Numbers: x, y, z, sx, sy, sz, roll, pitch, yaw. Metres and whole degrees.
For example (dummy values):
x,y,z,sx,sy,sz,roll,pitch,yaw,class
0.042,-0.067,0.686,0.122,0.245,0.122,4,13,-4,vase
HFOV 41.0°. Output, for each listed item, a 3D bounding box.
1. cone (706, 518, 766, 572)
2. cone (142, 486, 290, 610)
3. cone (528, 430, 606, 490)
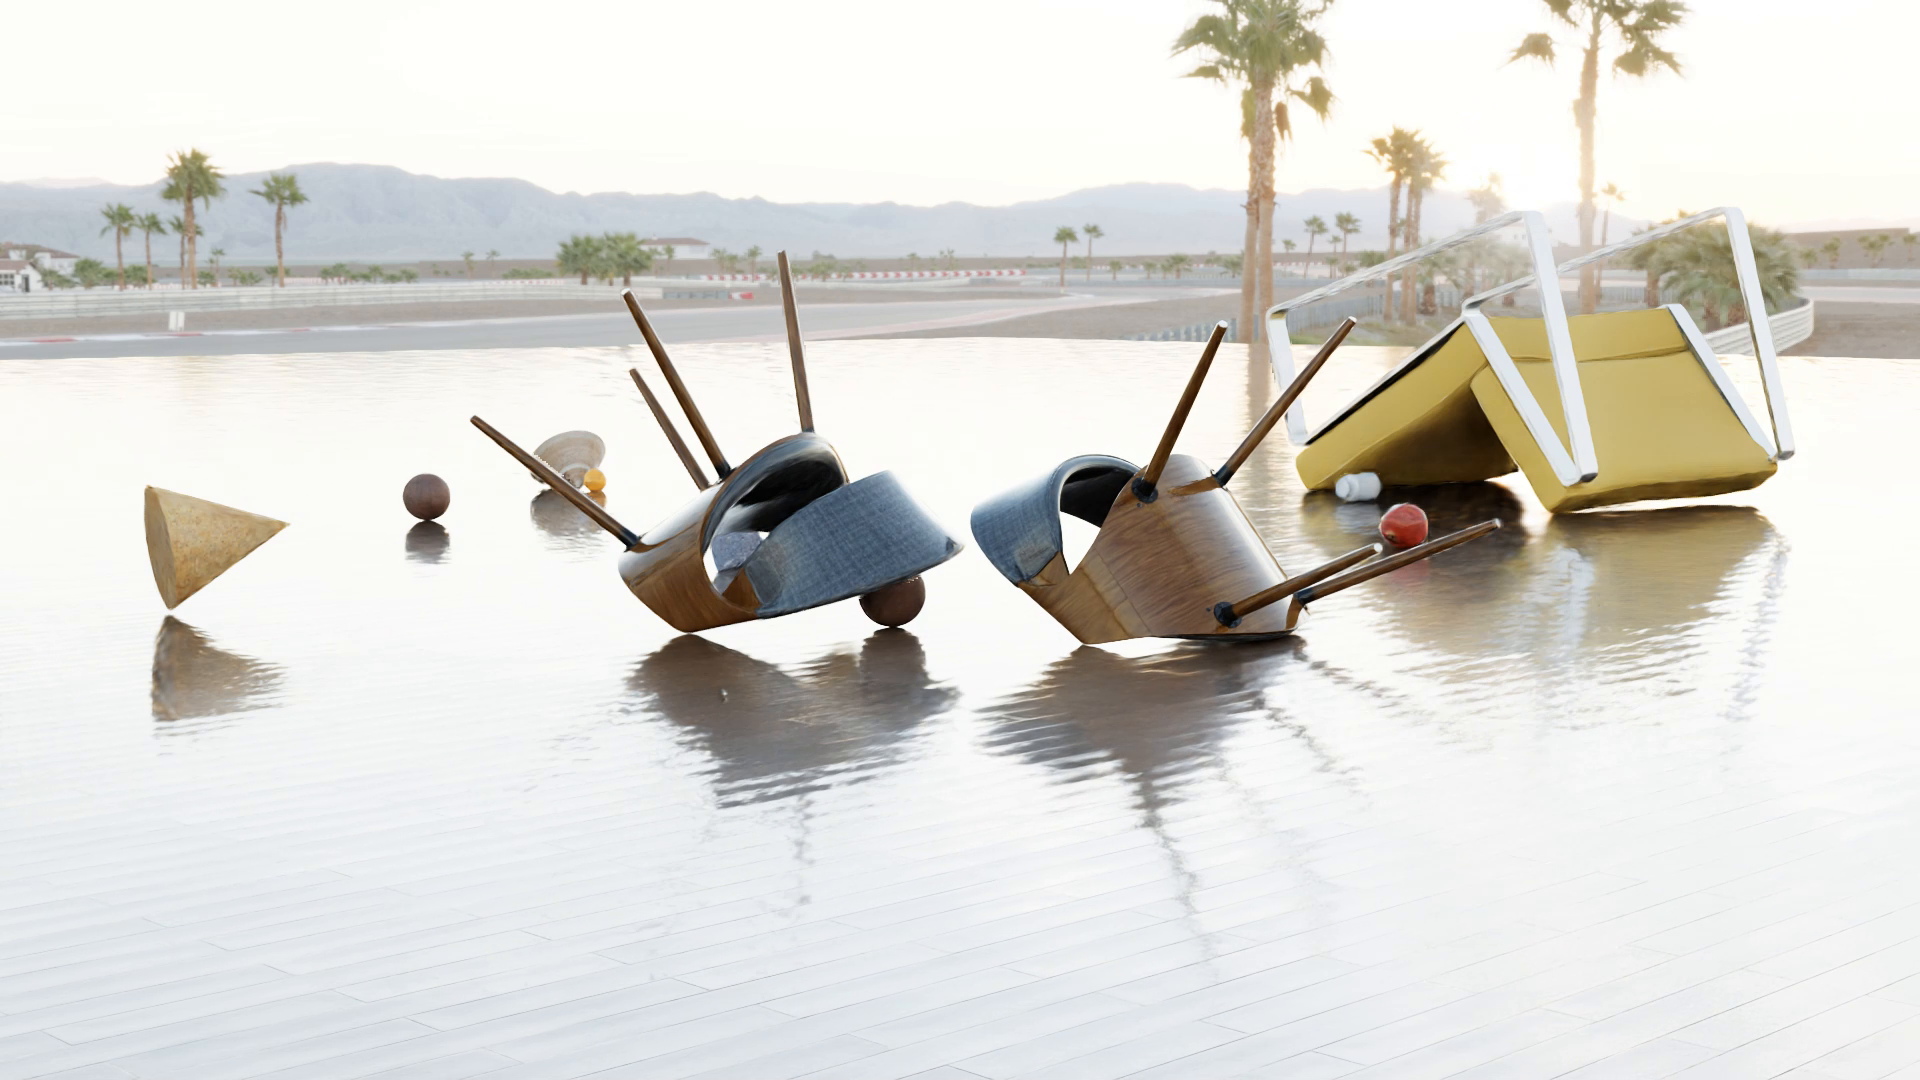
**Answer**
x,y,z,sx,sy,sz,roll,pitch,yaw,class
-0.525,0.038,5.773,0.146,0.110,0.156,29,29,-3,cone
-1.450,-0.009,5.070,0.263,0.256,0.234,-12,35,-28,cone
-1.194,-0.202,7.921,0.250,0.144,0.236,-27,-38,2,cone
